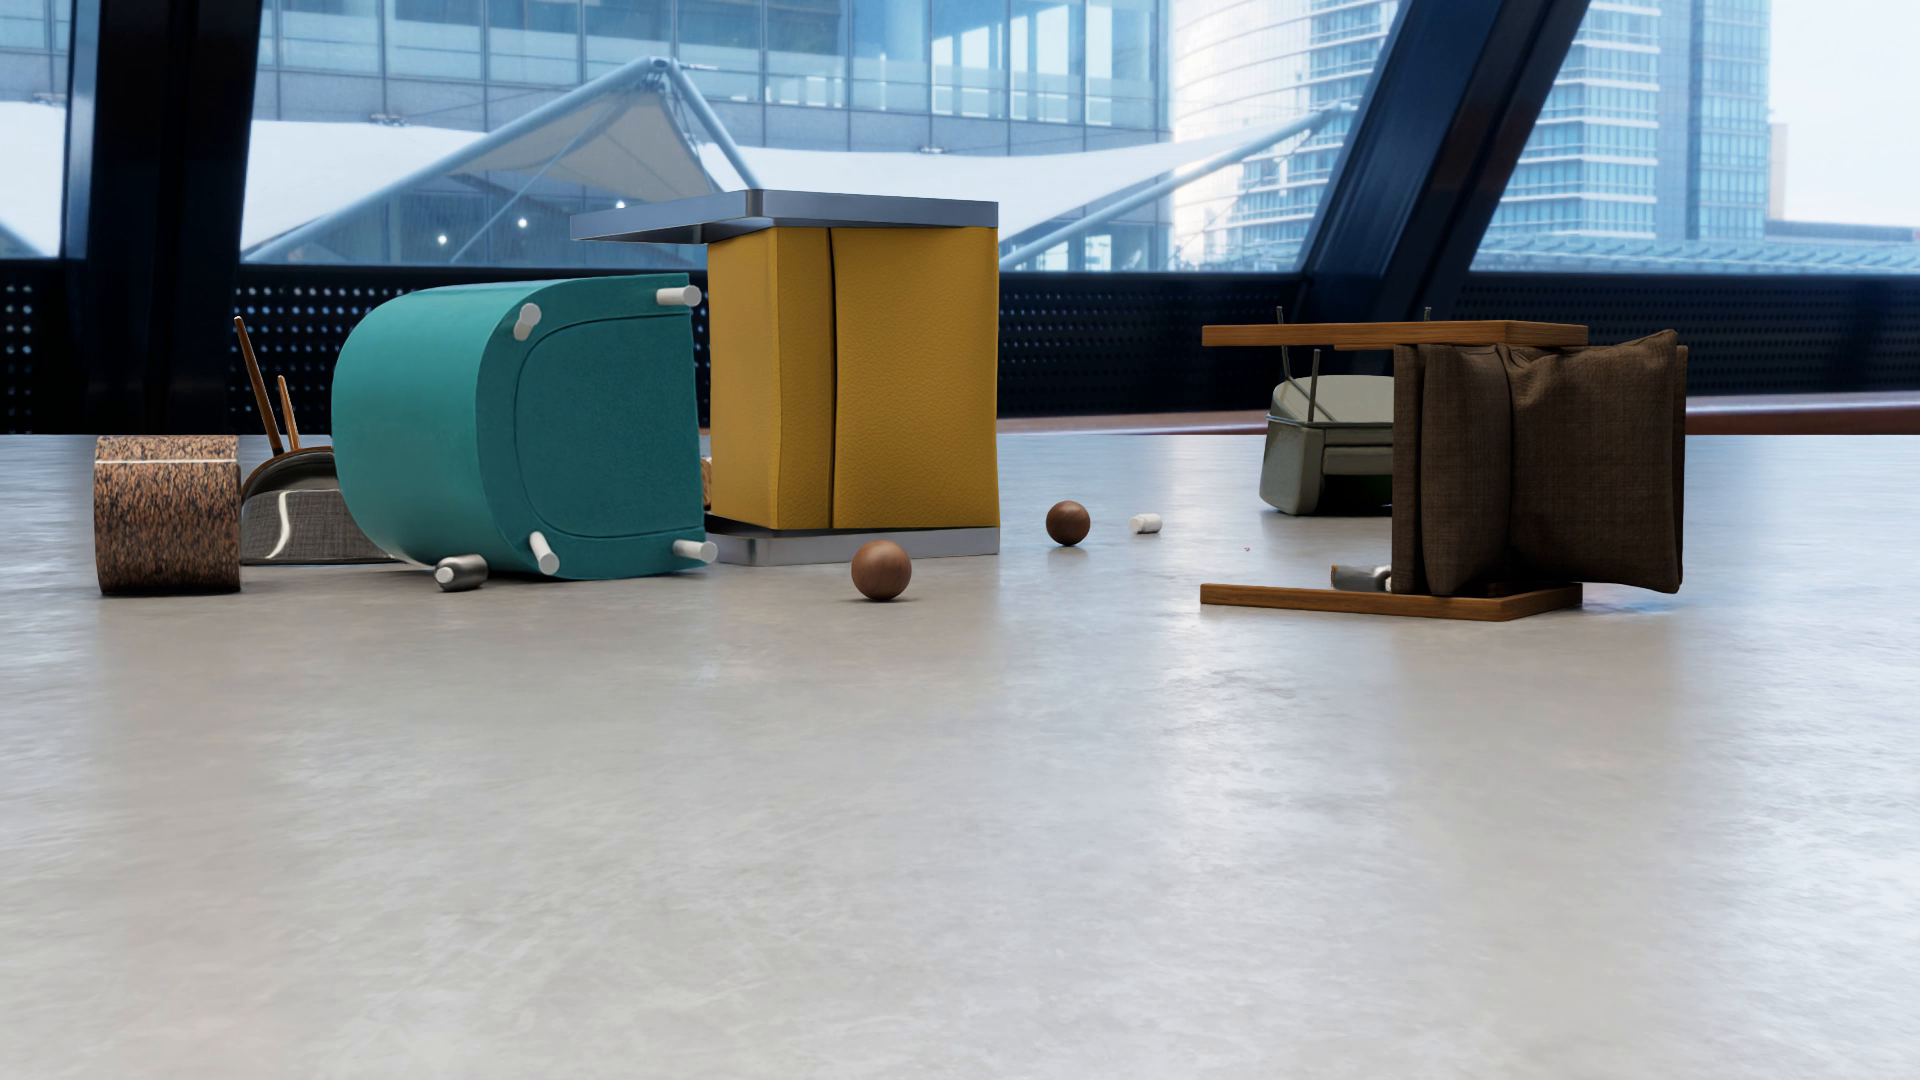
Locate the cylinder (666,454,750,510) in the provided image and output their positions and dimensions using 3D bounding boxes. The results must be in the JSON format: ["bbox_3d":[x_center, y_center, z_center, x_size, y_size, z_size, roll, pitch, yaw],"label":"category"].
[{"bbox_3d":[-0.943,-0.216,8.240,0.224,0.197,0.249,-13,-2,23],"label":"cylinder"}]

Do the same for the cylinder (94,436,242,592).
[{"bbox_3d":[-1.758,-0.060,4.901,0.290,0.338,0.358,-1,39,-16],"label":"cylinder"}]

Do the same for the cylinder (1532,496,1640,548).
[{"bbox_3d":[1.789,-0.053,6.288,0.175,0.140,0.239,-3,11,-33],"label":"cylinder"}]

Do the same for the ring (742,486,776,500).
[{"bbox_3d":[-0.854,-0.192,8.958,0.204,0.055,0.211,-1,3,-27],"label":"ring"}]

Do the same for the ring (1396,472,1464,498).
[{"bbox_3d":[1.952,-0.228,9.151,0.286,0.100,0.281,0,5,17],"label":"ring"}]

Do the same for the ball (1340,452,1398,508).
[{"bbox_3d":[1.529,-0.222,8.235,0.212,0.212,0.212,0,4,0],"label":"ball"}]
